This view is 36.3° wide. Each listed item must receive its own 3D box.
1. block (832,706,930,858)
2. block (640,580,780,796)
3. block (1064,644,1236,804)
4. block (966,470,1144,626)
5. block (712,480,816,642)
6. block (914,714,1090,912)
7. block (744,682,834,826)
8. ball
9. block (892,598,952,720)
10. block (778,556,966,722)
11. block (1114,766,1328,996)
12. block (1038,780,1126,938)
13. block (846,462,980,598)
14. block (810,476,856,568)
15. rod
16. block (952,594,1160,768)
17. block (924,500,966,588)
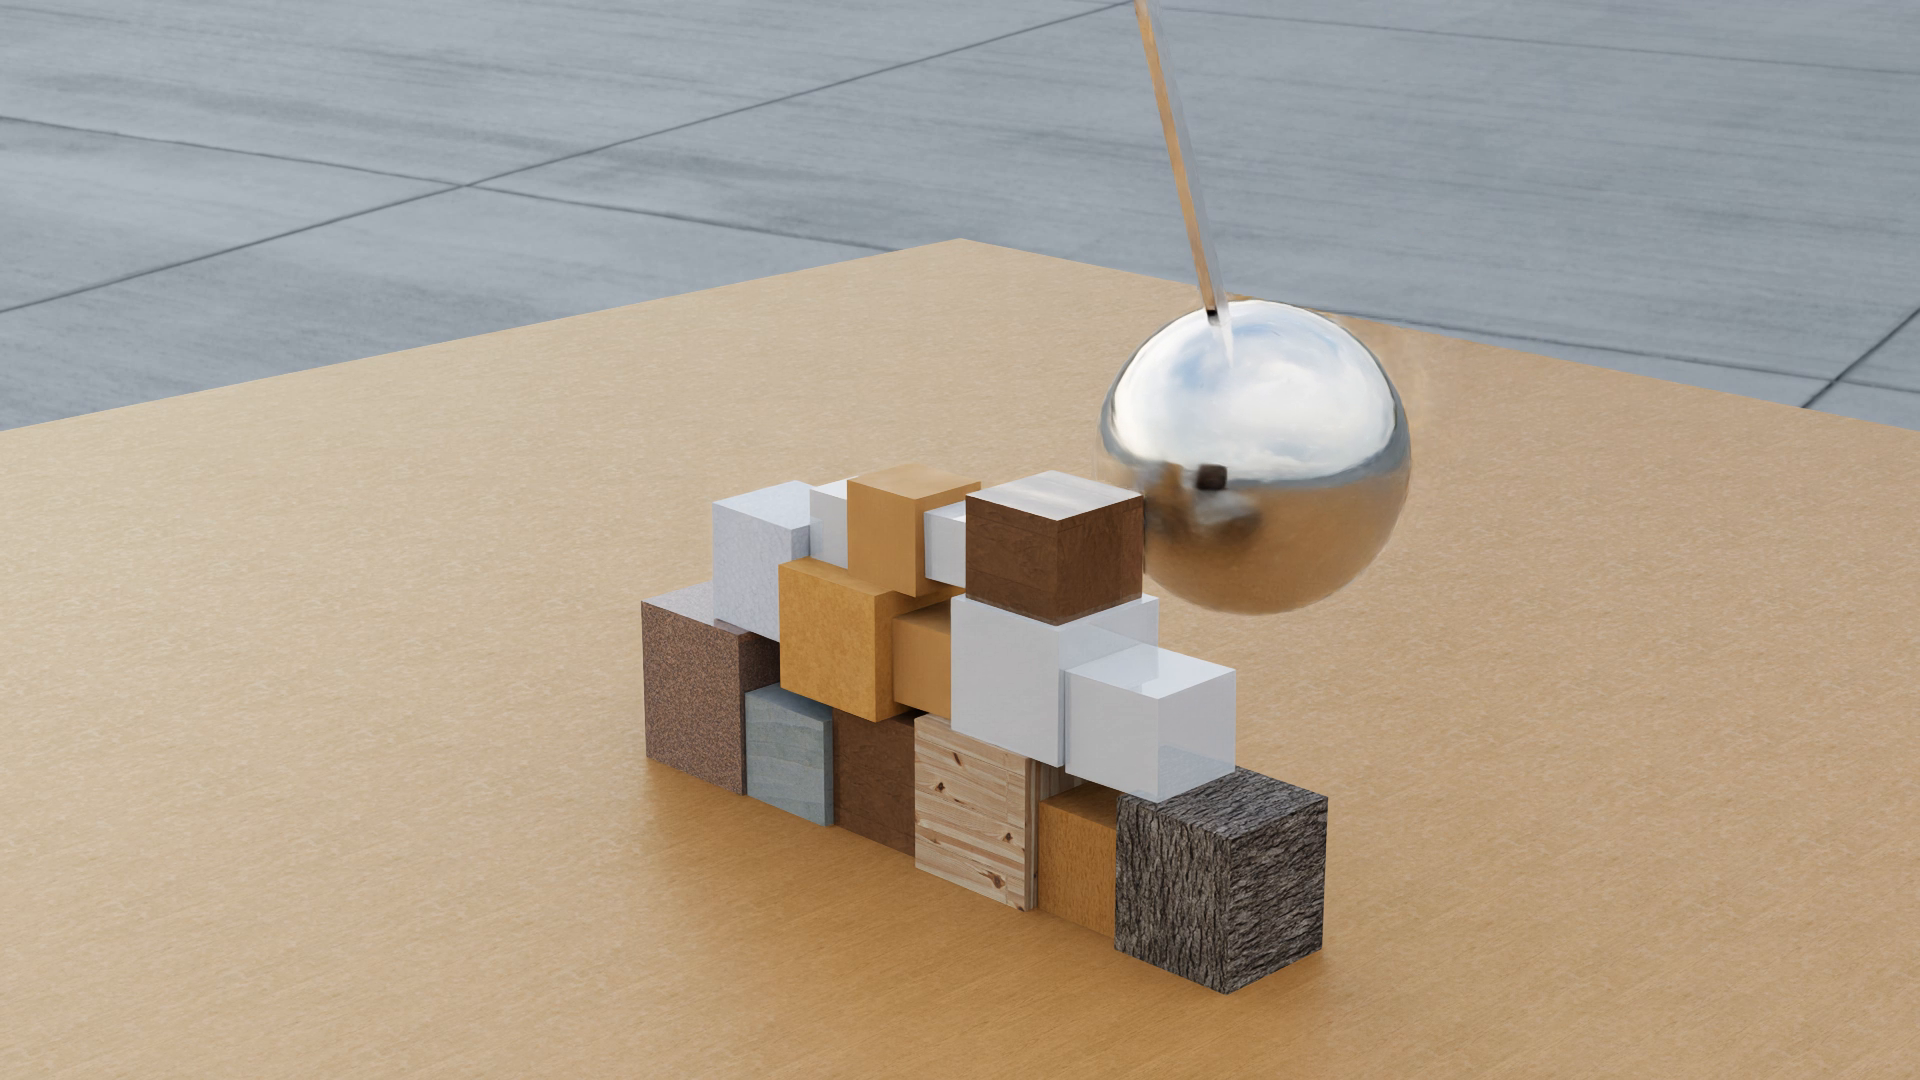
[{"bbox_3d":[-0.192,1.062,13.890,0.537,0.645,0.624,-17,24,-42],"label":"block"},{"bbox_3d":[-1.081,0.703,14.717,0.702,0.834,0.739,-17,24,-42],"label":"block"},{"bbox_3d":[0.825,0.786,12.706,0.510,0.468,0.533,-17,23,-42],"label":"block"},{"bbox_3d":[0.416,0.028,12.937,0.556,0.477,0.552,-17,24,-42],"label":"block"},{"bbox_3d":[-0.809,0.106,14.245,0.541,0.588,0.570,-17,25,-42],"label":"block"},{"bbox_3d":[0.288,1.160,13.430,0.701,0.733,0.697,-17,24,-42],"label":"block"},{"bbox_3d":[-0.612,0.986,14.319,0.656,0.532,0.561,-17,24,-42],"label":"block"},{"bbox_3d":[1.467,-0.411,14.750,1.600,1.600,1.600,0,17,0],"label":"ball"},{"bbox_3d":[0.007,0.544,13.499,0.456,0.404,0.445,-17,23,-42],"label":"block"},{"bbox_3d":[-0.394,0.410,13.861,0.644,0.615,0.657,-17,24,-42],"label":"block"},{"bbox_3d":[1.119,1.434,12.600,0.641,0.709,0.633,-17,24,-42],"label":"block"},{"bbox_3d":[0.726,1.397,13.046,0.547,0.512,0.522,-17,24,-42],"label":"block"},{"bbox_3d":[-0.213,-0.053,13.538,0.421,0.463,0.452,-17,24,-42],"label":"block"},{"bbox_3d":[-0.486,-0.079,13.830,0.309,0.338,0.320,-17,24,-42],"label":"block"},{"bbox_3d":[0.636,-3.206,13.000,0.080,5.200,0.080,17,44,42],"label":"rod"},{"bbox_3d":[0.422,0.554,13.099,0.650,0.623,0.655,-17,24,-42],"label":"block"},{"bbox_3d":[0.088,0.015,13.276,0.359,0.309,0.345,-17,22,-42],"label":"block"}]
